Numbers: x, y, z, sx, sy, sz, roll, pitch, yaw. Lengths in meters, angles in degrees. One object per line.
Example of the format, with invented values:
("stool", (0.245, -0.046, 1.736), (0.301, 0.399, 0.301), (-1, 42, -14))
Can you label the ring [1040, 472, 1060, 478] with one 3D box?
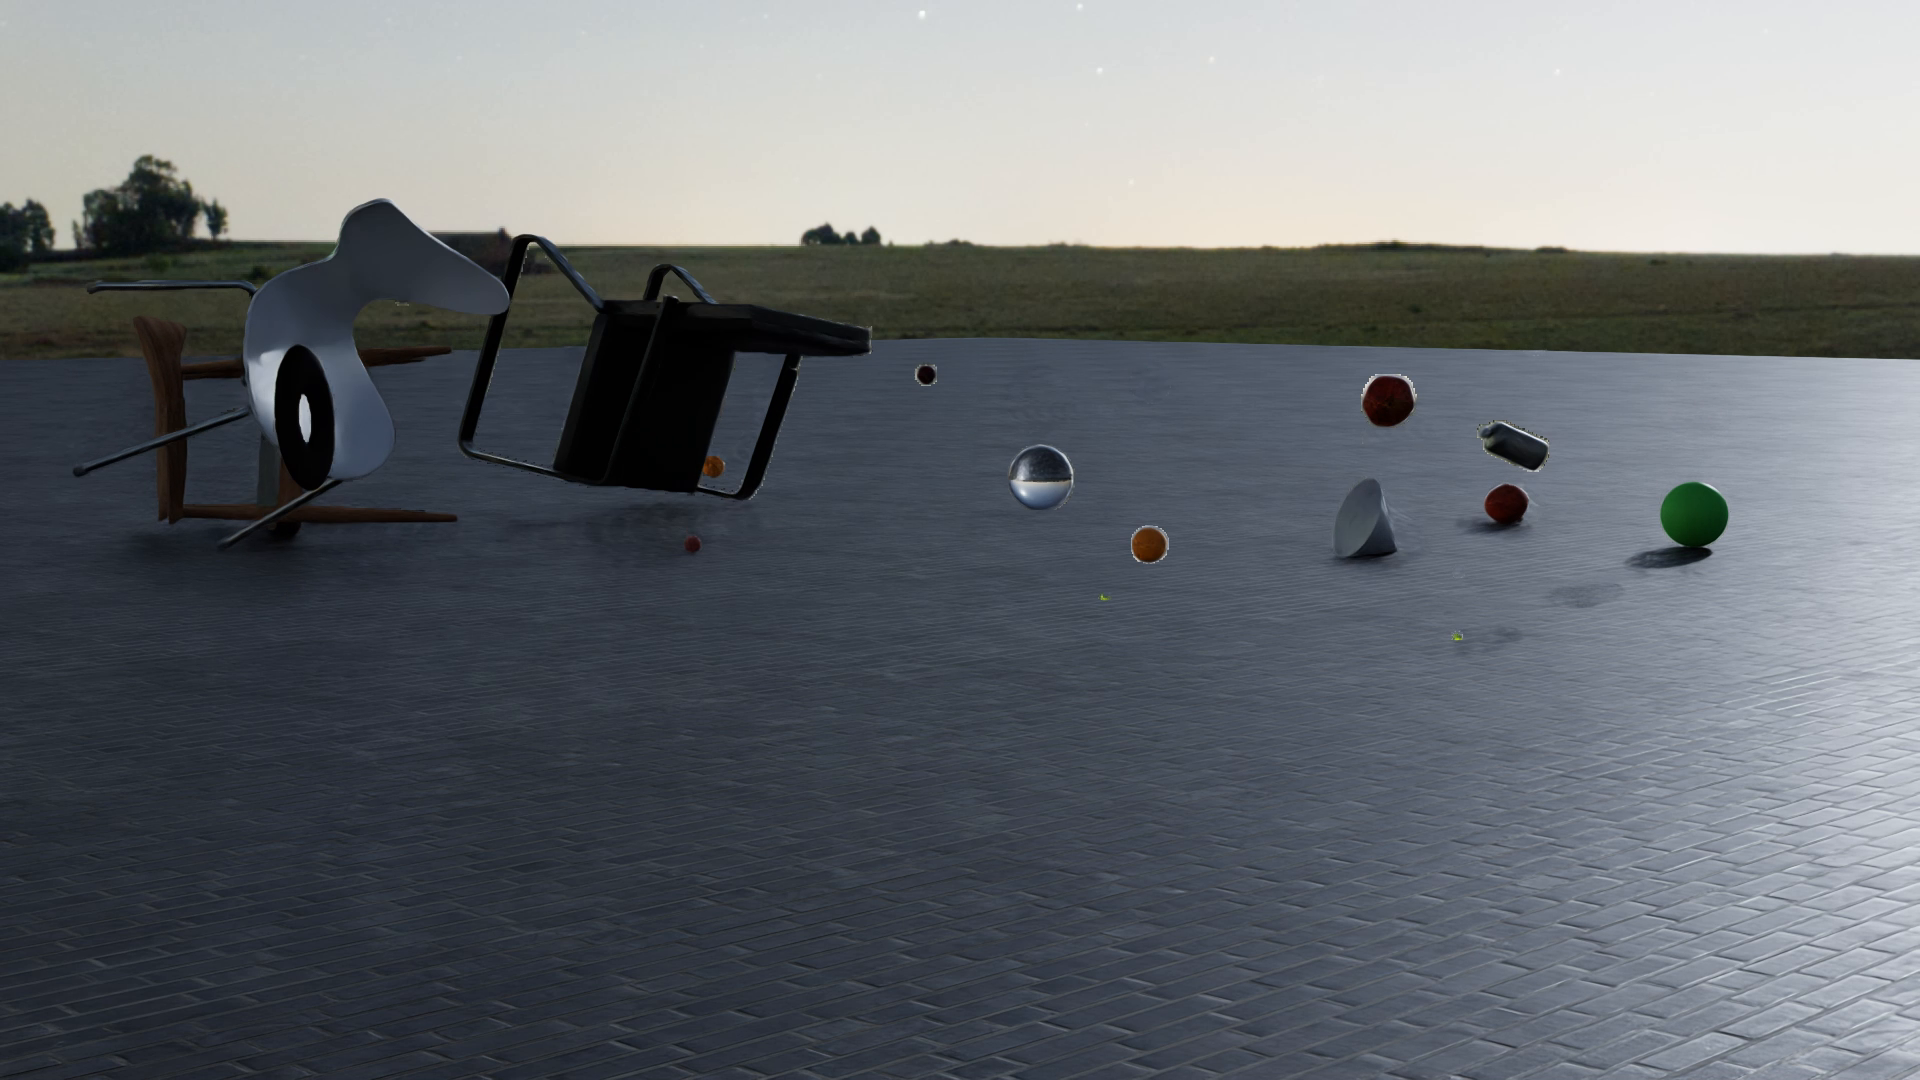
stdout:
("ring", (0.293, -0.214, 8.387), (0.061, 0.021, 0.068), (5, 7, 37))

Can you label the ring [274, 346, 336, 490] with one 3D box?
("ring", (-1.254, -0.233, 4.915), (0.040, 0.285, 0.152), (5, 17, 26))

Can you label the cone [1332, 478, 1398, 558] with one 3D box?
("cone", (0.993, -0.013, 6.101), (0.147, 0.245, 0.151), (38, -44, -24))

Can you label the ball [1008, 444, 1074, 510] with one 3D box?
("ball", (0.228, -0.176, 7.223), (0.184, 0.184, 0.184), (0, 6, 0))

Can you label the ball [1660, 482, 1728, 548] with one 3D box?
("ball", (1.786, -0.062, 6.238), (0.160, 0.160, 0.160), (0, 6, 0))
